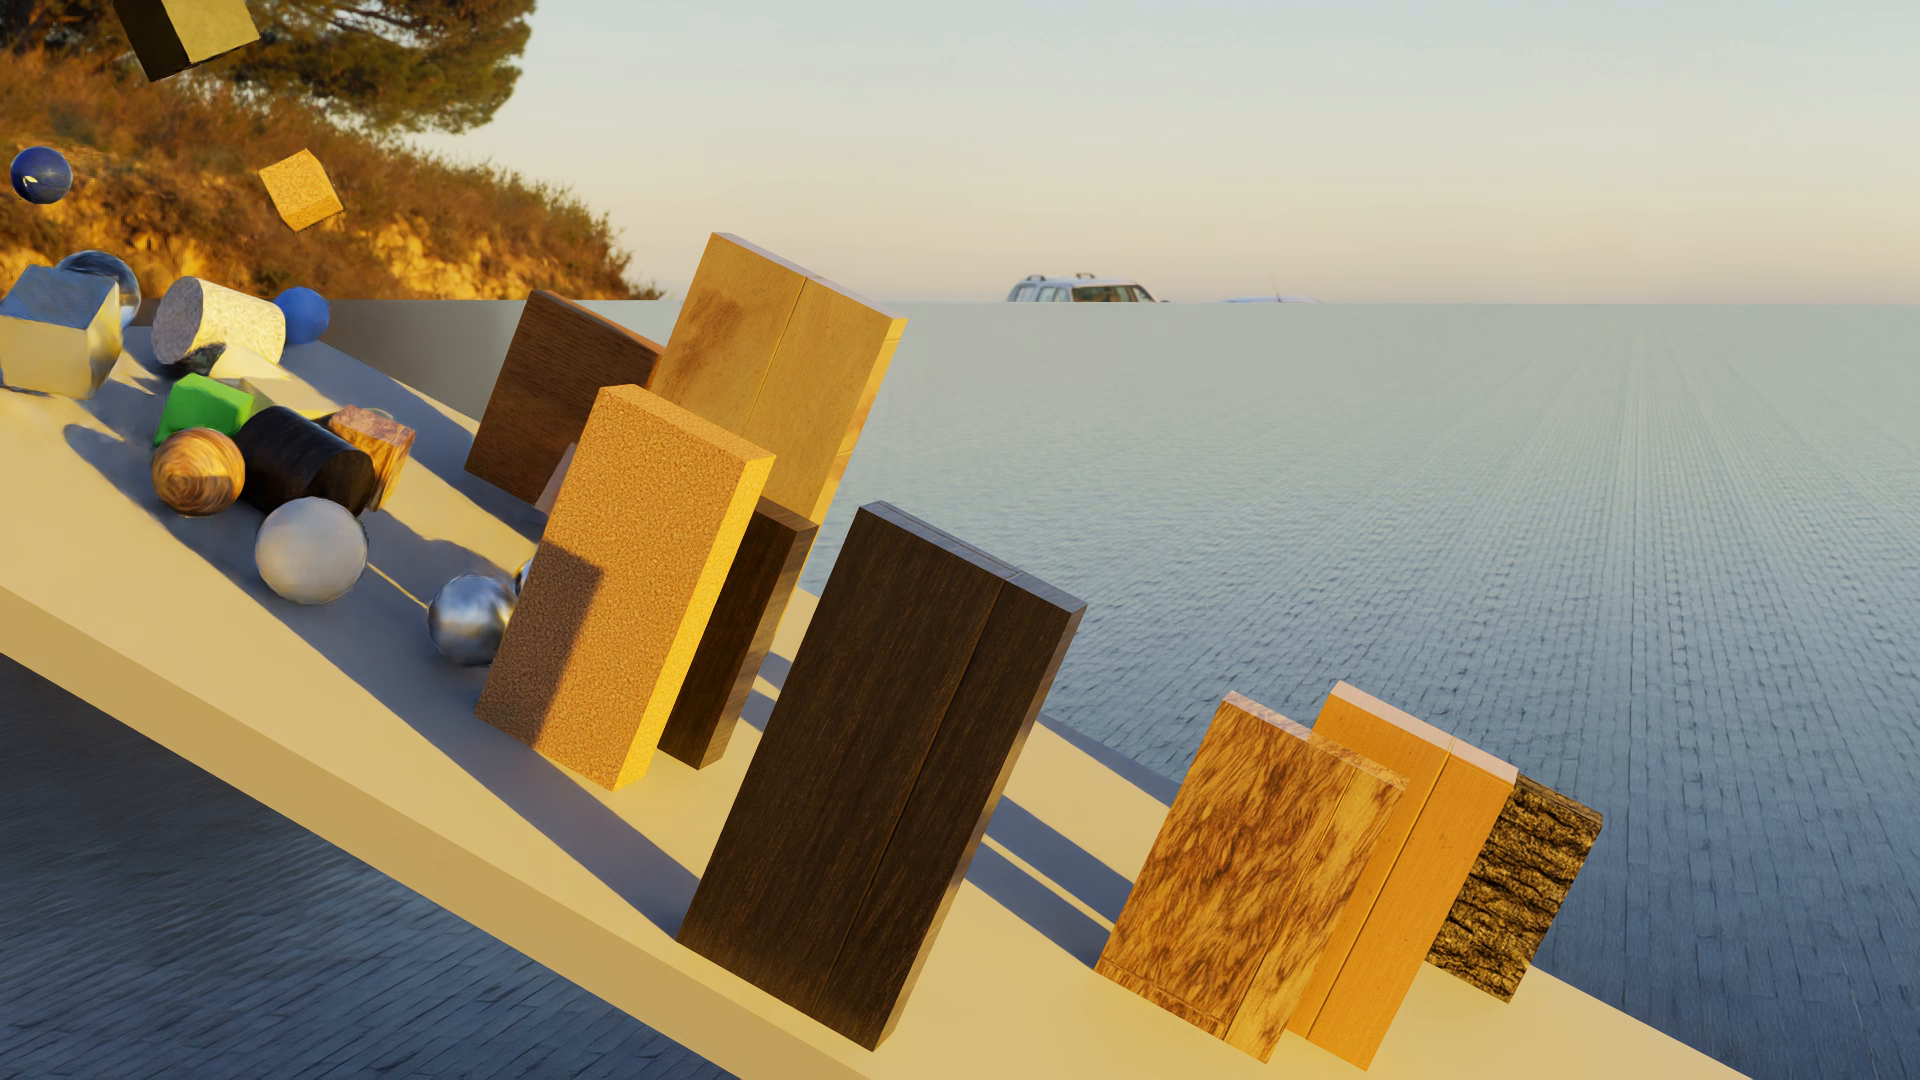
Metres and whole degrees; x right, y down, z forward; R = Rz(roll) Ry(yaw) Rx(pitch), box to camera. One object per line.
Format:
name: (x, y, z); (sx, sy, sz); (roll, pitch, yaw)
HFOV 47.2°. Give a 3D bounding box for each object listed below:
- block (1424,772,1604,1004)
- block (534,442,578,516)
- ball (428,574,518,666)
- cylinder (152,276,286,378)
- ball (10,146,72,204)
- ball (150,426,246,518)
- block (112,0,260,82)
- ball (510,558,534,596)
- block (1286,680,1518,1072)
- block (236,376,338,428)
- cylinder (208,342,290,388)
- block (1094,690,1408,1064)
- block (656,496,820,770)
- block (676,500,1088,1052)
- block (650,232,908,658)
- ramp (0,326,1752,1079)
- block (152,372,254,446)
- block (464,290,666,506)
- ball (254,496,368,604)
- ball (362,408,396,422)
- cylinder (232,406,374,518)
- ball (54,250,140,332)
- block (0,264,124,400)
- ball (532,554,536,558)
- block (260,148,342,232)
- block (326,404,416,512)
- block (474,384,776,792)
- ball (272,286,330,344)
block: (1.035, 0.664, 4.566); (0.434, 0.420, 0.113); (27, 13, 13)
block: (-0.790, -0.089, 4.773); (0.162, 0.162, 0.162); (28, -4, 14)
ball: (-0.854, 0.141, 3.877); (0.164, 0.164, 0.164); (0, 7, 0)
cylinder: (-1.625, -0.453, 4.822); (0.202, 0.202, 0.202); (6, -8, 42)
ball: (-1.966, -0.780, 4.704); (0.124, 0.124, 0.124); (0, 7, 0)
ball: (-1.401, -0.125, 4.045); (0.166, 0.166, 0.166); (0, 7, 0)
block: (-1.515, -1.017, 4.306); (0.167, 0.167, 0.167); (-6, 22, 43)
ball: (-0.776, 0.101, 4.152); (0.150, 0.150, 0.150); (0, 7, 0)
block: (0.698, 0.594, 3.905); (0.345, 0.584, 0.127); (27, 13, 13)
block: (-1.398, -0.235, 4.508); (0.143, 0.143, 0.143); (33, 17, 27)
cylinder: (-1.517, -0.338, 4.683); (0.122, 0.122, 0.122); (34, 7, -2)
block: (0.492, 0.573, 3.743); (0.331, 0.535, 0.089); (27, 13, 13)
block: (-0.539, 0.101, 3.955); (0.417, 0.475, 0.108); (27, 13, 13)
block: (-0.120, 0.343, 3.189); (0.339, 0.720, 0.096); (27, 13, 13)
block: (-0.457, -0.189, 4.554); (0.425, 0.784, 0.097); (27, 13, 13)
ramp: (-0.278, 0.480, 4.178); (4.000, 0.100, 2.000); (27, 13, 13)
block: (-1.506, -0.238, 4.381); (0.131, 0.131, 0.131); (22, 13, -9)
block: (-0.849, -0.273, 4.959); (0.418, 0.444, 0.091); (27, 13, 13)
ball: (-1.142, 0.019, 3.872); (0.190, 0.190, 0.190); (0, 7, 0)
ball: (-1.274, -0.226, 4.757); (0.120, 0.120, 0.120); (0, 7, 0)
cylinder: (-1.266, -0.127, 4.217); (0.196, 0.196, 0.196); (28, 17, 19)
ball: (-1.874, -0.529, 4.754); (0.194, 0.194, 0.194); (0, 7, 0)
block: (-1.742, -0.403, 4.261); (0.171, 0.171, 0.171); (10, 41, -4)
ball: (-0.785, 0.087, 4.308); (0.149, 0.149, 0.149); (0, 7, 0)
block: (-1.422, -0.755, 4.749); (0.114, 0.114, 0.114); (-27, -5, -5)
block: (-1.234, -0.171, 4.539); (0.148, 0.148, 0.148); (22, 15, -7)
block: (-0.566, 0.079, 3.694); (0.282, 0.614, 0.126); (27, 13, 13)
ball: (-1.620, -0.551, 5.396); (0.140, 0.140, 0.140); (0, 7, 0)
